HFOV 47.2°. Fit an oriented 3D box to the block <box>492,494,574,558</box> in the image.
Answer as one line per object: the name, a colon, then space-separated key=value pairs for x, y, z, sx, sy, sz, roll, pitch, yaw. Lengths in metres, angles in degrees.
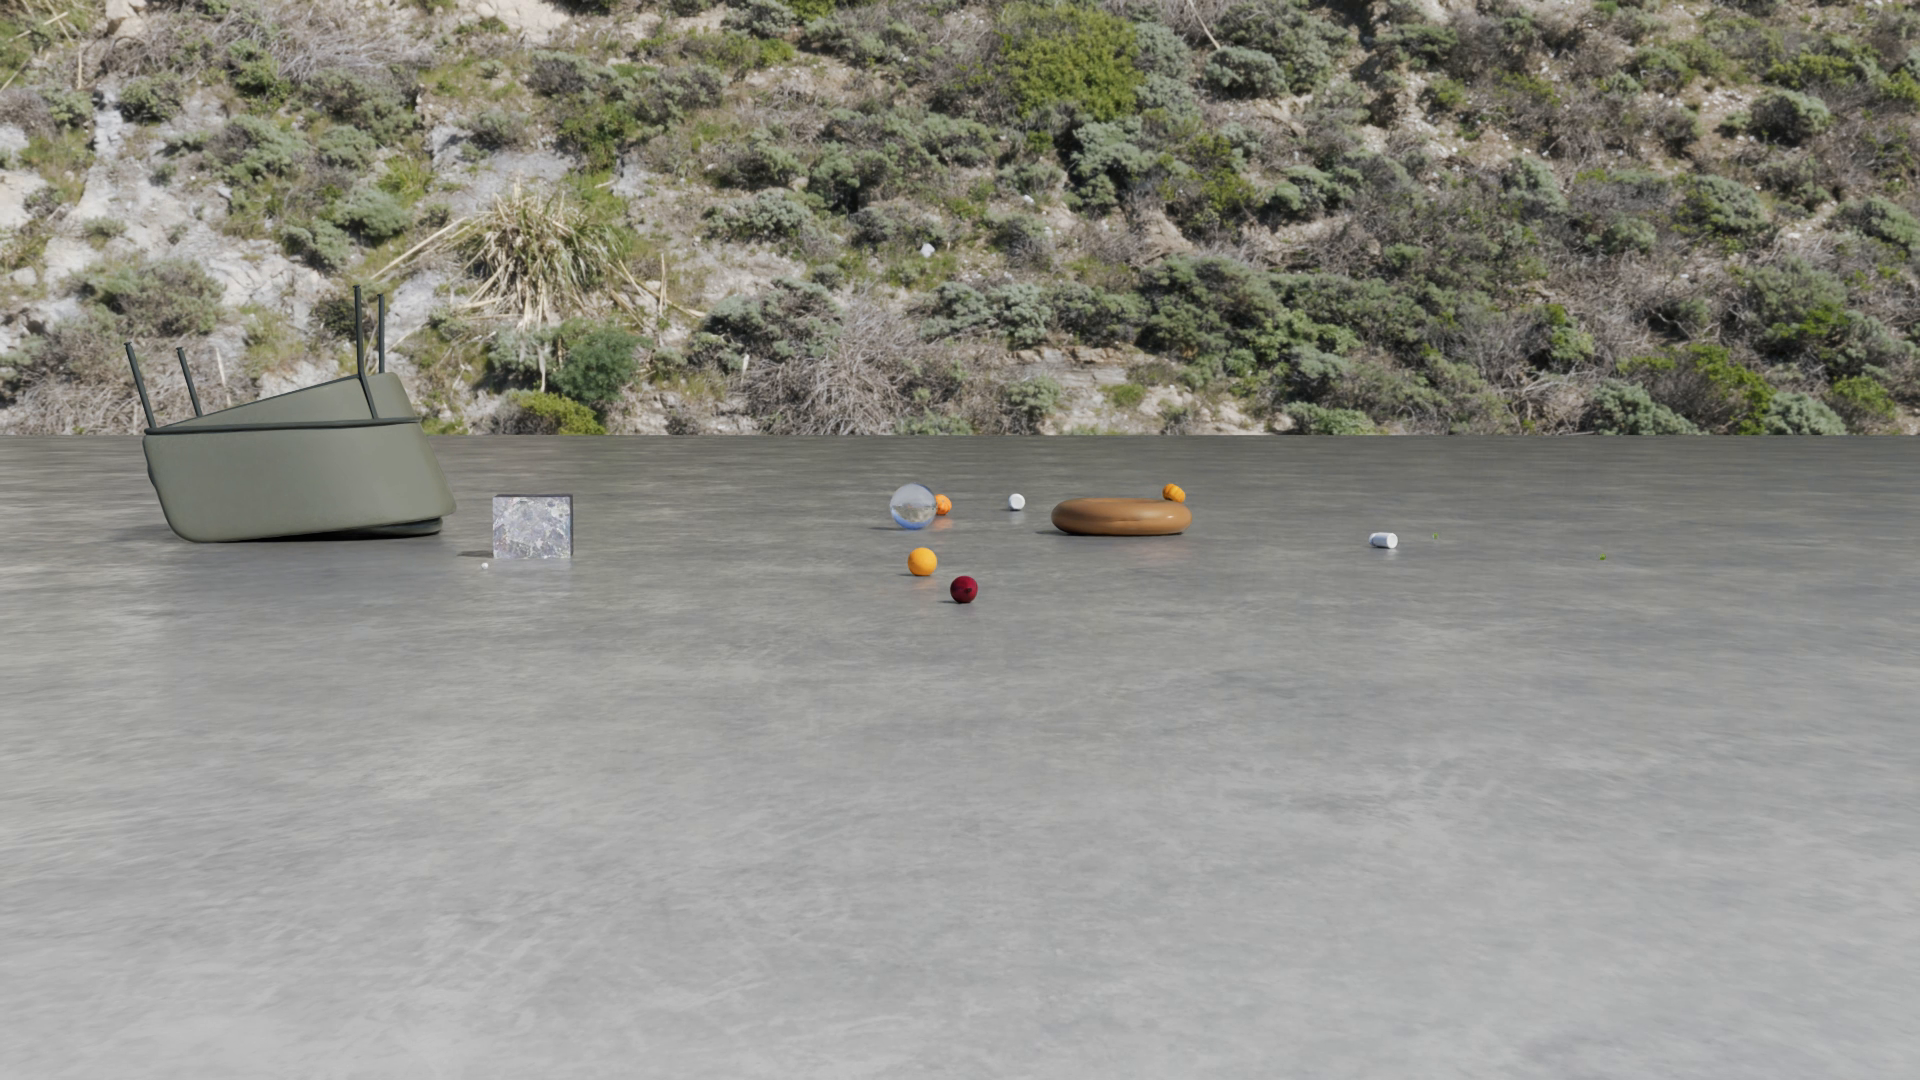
block: x=-1.148 y=-0.039 z=5.925 sx=0.200 sy=0.162 sz=0.193 roll=-1 pitch=4 yaw=-7

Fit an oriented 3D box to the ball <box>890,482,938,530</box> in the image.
ball: x=-0.147 y=-0.108 z=7.019 sx=0.150 sy=0.150 sz=0.150 roll=0 pitch=4 yaw=0

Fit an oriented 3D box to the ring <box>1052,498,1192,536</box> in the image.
ring: x=0.503 y=-0.071 z=6.840 sx=0.441 sy=0.105 sz=0.373 roll=1 pitch=5 yaw=-1
